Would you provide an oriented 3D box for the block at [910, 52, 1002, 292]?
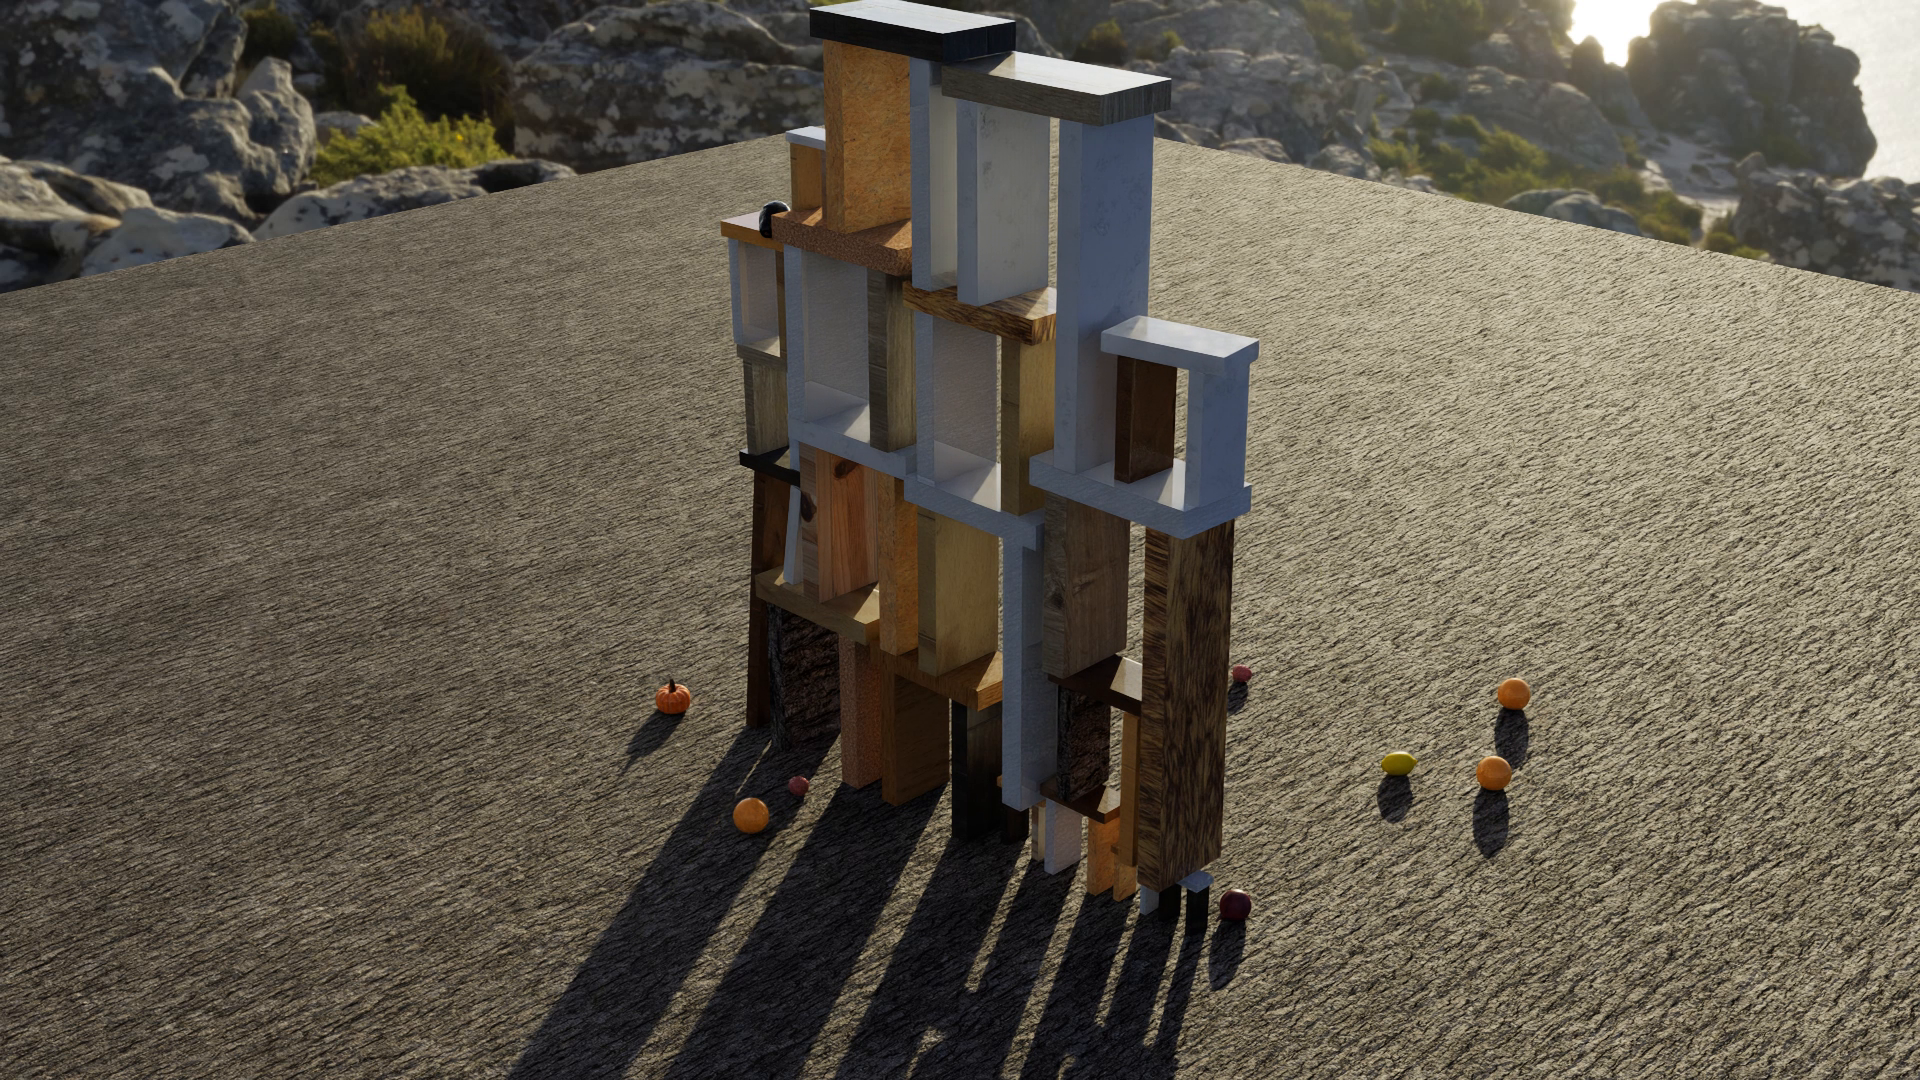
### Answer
[{"bbox_3d":[-0.007,-0.667,3.946,0.176,0.413,0.050,-21,31,-40],"label":"block"}]

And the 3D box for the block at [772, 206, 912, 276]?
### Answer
[{"bbox_3d":[-0.175,-0.576,4.167,0.353,0.050,0.176,21,31,41],"label":"block"}]

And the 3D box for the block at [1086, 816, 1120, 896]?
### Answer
[{"bbox_3d":[0.277,0.586,4.173,0.023,0.162,0.081,21,31,40],"label":"block"}]

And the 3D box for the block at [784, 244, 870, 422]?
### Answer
[{"bbox_3d":[-0.258,-0.423,4.323,0.050,0.353,0.176,21,31,40],"label":"block"}]

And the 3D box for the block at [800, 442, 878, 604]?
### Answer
[{"bbox_3d":[-0.242,-0.057,4.470,0.170,0.339,0.048,-21,31,-40],"label":"block"}]

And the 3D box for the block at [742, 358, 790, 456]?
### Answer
[{"bbox_3d":[-0.394,-0.285,4.534,0.029,0.203,0.101,20,30,41],"label":"block"}]

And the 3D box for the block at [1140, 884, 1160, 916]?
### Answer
[{"bbox_3d":[0.359,0.647,4.109,0.014,0.099,0.050,21,31,41],"label":"block"}]

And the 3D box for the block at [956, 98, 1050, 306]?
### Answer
[{"bbox_3d":[0.077,-0.608,3.873,0.180,0.360,0.051,-21,31,-40],"label":"block"}]

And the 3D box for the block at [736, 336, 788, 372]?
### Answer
[{"bbox_3d":[-0.347,-0.374,4.445,0.101,0.029,0.203,-21,30,-40],"label":"block"}]

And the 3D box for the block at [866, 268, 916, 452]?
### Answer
[{"bbox_3d":[-0.092,-0.358,4.169,0.050,0.353,0.176,21,31,41],"label":"block"}]

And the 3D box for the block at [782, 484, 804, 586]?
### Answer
[{"bbox_3d":[-0.305,-0.024,4.539,0.111,0.221,0.031,-21,40,-41],"label":"block"}]

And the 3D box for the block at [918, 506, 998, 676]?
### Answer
[{"bbox_3d":[-0.003,0.075,4.255,0.049,0.346,0.173,21,31,40],"label":"block"}]

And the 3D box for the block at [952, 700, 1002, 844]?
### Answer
[{"bbox_3d":[0.052,0.433,4.352,0.043,0.303,0.152,21,31,41],"label":"block"}]

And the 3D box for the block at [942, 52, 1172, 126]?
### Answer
[{"bbox_3d":[0.160,-0.765,3.718,0.360,0.051,0.180,21,31,40],"label":"block"}]

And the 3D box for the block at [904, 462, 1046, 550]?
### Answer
[{"bbox_3d":[0.076,-0.075,4.103,0.173,0.049,0.346,-21,31,-40],"label":"block"}]

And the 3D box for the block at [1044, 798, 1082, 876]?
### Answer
[{"bbox_3d":[0.200,0.557,4.241,0.023,0.162,0.081,21,31,40],"label":"block"}]

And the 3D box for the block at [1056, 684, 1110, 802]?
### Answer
[{"bbox_3d":[0.233,0.363,4.129,0.033,0.236,0.118,19,30,38],"label":"block"}]

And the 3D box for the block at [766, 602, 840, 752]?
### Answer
[{"bbox_3d":[-0.328,0.266,4.699,0.048,0.339,0.170,21,31,41],"label":"block"}]

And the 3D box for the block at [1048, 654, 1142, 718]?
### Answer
[{"bbox_3d":[0.289,0.259,4.031,0.236,0.033,0.118,20,30,39],"label":"block"}]

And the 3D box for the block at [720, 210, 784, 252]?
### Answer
[{"bbox_3d":[-0.363,-0.611,4.369,0.219,0.031,0.109,20,30,41],"label":"block"}]

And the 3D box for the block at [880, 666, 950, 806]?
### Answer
[{"bbox_3d":[-0.091,0.377,4.484,0.043,0.303,0.152,21,31,41],"label":"block"}]

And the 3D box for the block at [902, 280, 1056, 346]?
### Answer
[{"bbox_3d":[0.069,-0.427,3.967,0.165,0.047,0.329,-21,31,-40],"label":"block"}]

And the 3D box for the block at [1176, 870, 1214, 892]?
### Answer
[{"bbox_3d":[0.413,0.616,4.043,0.049,0.014,0.097,-21,30,-40],"label":"block"}]

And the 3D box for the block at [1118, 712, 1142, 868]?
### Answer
[{"bbox_3d":[0.346,0.441,4.038,0.033,0.308,0.118,21,31,40],"label":"block"}]

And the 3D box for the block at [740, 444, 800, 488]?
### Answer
[{"bbox_3d":[-0.341,-0.157,4.528,0.111,0.031,0.221,-21,30,-40],"label":"block"}]

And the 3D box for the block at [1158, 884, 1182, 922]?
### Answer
[{"bbox_3d":[0.390,0.658,4.085,0.049,0.097,0.014,-21,31,-41],"label":"block"}]

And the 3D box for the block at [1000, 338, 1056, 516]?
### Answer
[{"bbox_3d":[0.149,-0.223,3.968,0.165,0.329,0.047,-21,31,-39],"label":"block"}]

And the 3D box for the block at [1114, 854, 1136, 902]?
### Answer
[{"bbox_3d":[0.312,0.629,4.152,0.014,0.099,0.049,21,31,41],"label":"block"}]

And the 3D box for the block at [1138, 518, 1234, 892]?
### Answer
[{"bbox_3d":[0.400,0.283,3.913,0.179,0.701,0.051,-21,30,-40],"label":"block"}]

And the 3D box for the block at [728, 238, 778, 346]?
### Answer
[{"bbox_3d":[-0.413,-0.515,4.464,0.109,0.219,0.031,-21,30,-40],"label":"block"}]

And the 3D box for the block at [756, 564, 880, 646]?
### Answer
[{"bbox_3d":[-0.248,0.119,4.550,0.339,0.048,0.170,21,31,41],"label":"block"}]

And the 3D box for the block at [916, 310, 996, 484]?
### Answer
[{"bbox_3d":[-0.006,-0.285,4.114,0.165,0.329,0.047,-21,31,-40],"label":"block"}]

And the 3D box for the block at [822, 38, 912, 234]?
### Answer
[{"bbox_3d":[-0.168,-0.762,4.090,0.176,0.353,0.050,-21,31,-40],"label":"block"}]

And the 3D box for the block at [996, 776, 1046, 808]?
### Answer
[{"bbox_3d":[0.138,0.481,4.286,0.062,0.018,0.124,-21,31,-40],"label":"block"}]

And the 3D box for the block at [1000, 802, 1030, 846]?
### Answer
[{"bbox_3d":[0.109,0.535,4.340,0.062,0.124,0.018,-21,31,-41],"label":"block"}]

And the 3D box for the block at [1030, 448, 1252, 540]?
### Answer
[{"bbox_3d":[0.312,-0.098,3.846,0.179,0.051,0.358,-21,31,-40],"label":"block"}]

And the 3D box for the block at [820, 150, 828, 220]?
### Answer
[{"bbox_3d":[-0.233,-0.681,4.184,0.066,0.131,0.019,-21,31,-41],"label":"block"}]

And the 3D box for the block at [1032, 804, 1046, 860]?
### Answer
[{"bbox_3d":[0.167,0.558,4.286,0.062,0.124,0.018,-21,31,-40],"label":"block"}]

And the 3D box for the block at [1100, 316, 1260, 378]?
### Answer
[{"bbox_3d":[0.366,-0.325,3.669,0.236,0.033,0.118,16,28,33],"label":"block"}]

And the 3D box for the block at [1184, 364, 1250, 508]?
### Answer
[{"bbox_3d":[0.430,-0.182,3.678,0.118,0.236,0.033,-21,30,-40],"label":"block"}]

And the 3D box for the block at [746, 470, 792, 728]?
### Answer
[{"bbox_3d":[-0.401,0.116,4.709,0.031,0.609,0.111,22,31,31],"label":"block"}]

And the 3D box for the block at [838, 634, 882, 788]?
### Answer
[{"bbox_3d":[-0.168,0.329,4.552,0.048,0.339,0.170,21,31,41],"label":"block"}]

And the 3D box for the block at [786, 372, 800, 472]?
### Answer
[{"bbox_3d":[-0.299,-0.250,4.445,0.029,0.203,0.101,21,31,41],"label":"block"}]

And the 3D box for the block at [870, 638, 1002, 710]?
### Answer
[{"bbox_3d":[-0.019,0.245,4.351,0.303,0.043,0.152,21,31,41],"label":"block"}]

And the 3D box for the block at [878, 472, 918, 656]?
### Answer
[{"bbox_3d":[-0.082,0.024,4.331,0.048,0.380,0.170,21,31,41],"label":"block"}]

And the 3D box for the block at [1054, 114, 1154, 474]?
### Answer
[{"bbox_3d":[0.246,-0.428,3.773,0.180,0.614,0.051,-21,31,-40],"label":"block"}]

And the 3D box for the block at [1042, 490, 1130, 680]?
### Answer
[{"bbox_3d":[0.231,0.057,4.006,0.051,0.358,0.179,21,31,40],"label":"block"}]

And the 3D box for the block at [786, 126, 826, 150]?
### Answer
[{"bbox_3d":[-0.264,-0.763,4.184,0.131,0.019,0.066,21,31,40],"label":"block"}]

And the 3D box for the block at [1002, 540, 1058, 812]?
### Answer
[{"bbox_3d":[0.158,0.233,4.145,0.173,0.550,0.049,-21,31,-40],"label":"block"}]

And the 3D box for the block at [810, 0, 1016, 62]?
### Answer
[{"bbox_3d":[-0.087,-0.914,3.934,0.176,0.050,0.353,-21,30,-40],"label":"block"}]

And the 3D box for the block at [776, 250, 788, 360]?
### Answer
[{"bbox_3d":[-0.311,-0.477,4.368,0.109,0.219,0.031,-21,30,-40],"label":"block"}]

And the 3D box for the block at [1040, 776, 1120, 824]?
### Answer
[{"bbox_3d":[0.239,0.486,4.170,0.162,0.023,0.081,21,31,40],"label":"block"}]

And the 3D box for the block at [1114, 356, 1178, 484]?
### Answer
[{"bbox_3d":[0.320,-0.226,3.780,0.118,0.236,0.033,-21,31,-40],"label":"block"}]

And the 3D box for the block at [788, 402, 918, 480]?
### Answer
[{"bbox_3d":[-0.163,-0.204,4.320,0.339,0.048,0.170,21,31,41],"label":"block"}]

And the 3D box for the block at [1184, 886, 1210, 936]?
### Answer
[{"bbox_3d":[0.436,0.676,4.043,0.049,0.097,0.014,-21,31,-40],"label":"block"}]

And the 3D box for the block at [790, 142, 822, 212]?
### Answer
[{"bbox_3d":[-0.295,-0.706,4.241,0.066,0.131,0.019,-21,31,-41],"label":"block"}]

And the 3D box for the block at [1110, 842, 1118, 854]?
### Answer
[{"bbox_3d":[0.335,0.586,4.109,0.099,0.014,0.050,21,31,40],"label":"block"}]
